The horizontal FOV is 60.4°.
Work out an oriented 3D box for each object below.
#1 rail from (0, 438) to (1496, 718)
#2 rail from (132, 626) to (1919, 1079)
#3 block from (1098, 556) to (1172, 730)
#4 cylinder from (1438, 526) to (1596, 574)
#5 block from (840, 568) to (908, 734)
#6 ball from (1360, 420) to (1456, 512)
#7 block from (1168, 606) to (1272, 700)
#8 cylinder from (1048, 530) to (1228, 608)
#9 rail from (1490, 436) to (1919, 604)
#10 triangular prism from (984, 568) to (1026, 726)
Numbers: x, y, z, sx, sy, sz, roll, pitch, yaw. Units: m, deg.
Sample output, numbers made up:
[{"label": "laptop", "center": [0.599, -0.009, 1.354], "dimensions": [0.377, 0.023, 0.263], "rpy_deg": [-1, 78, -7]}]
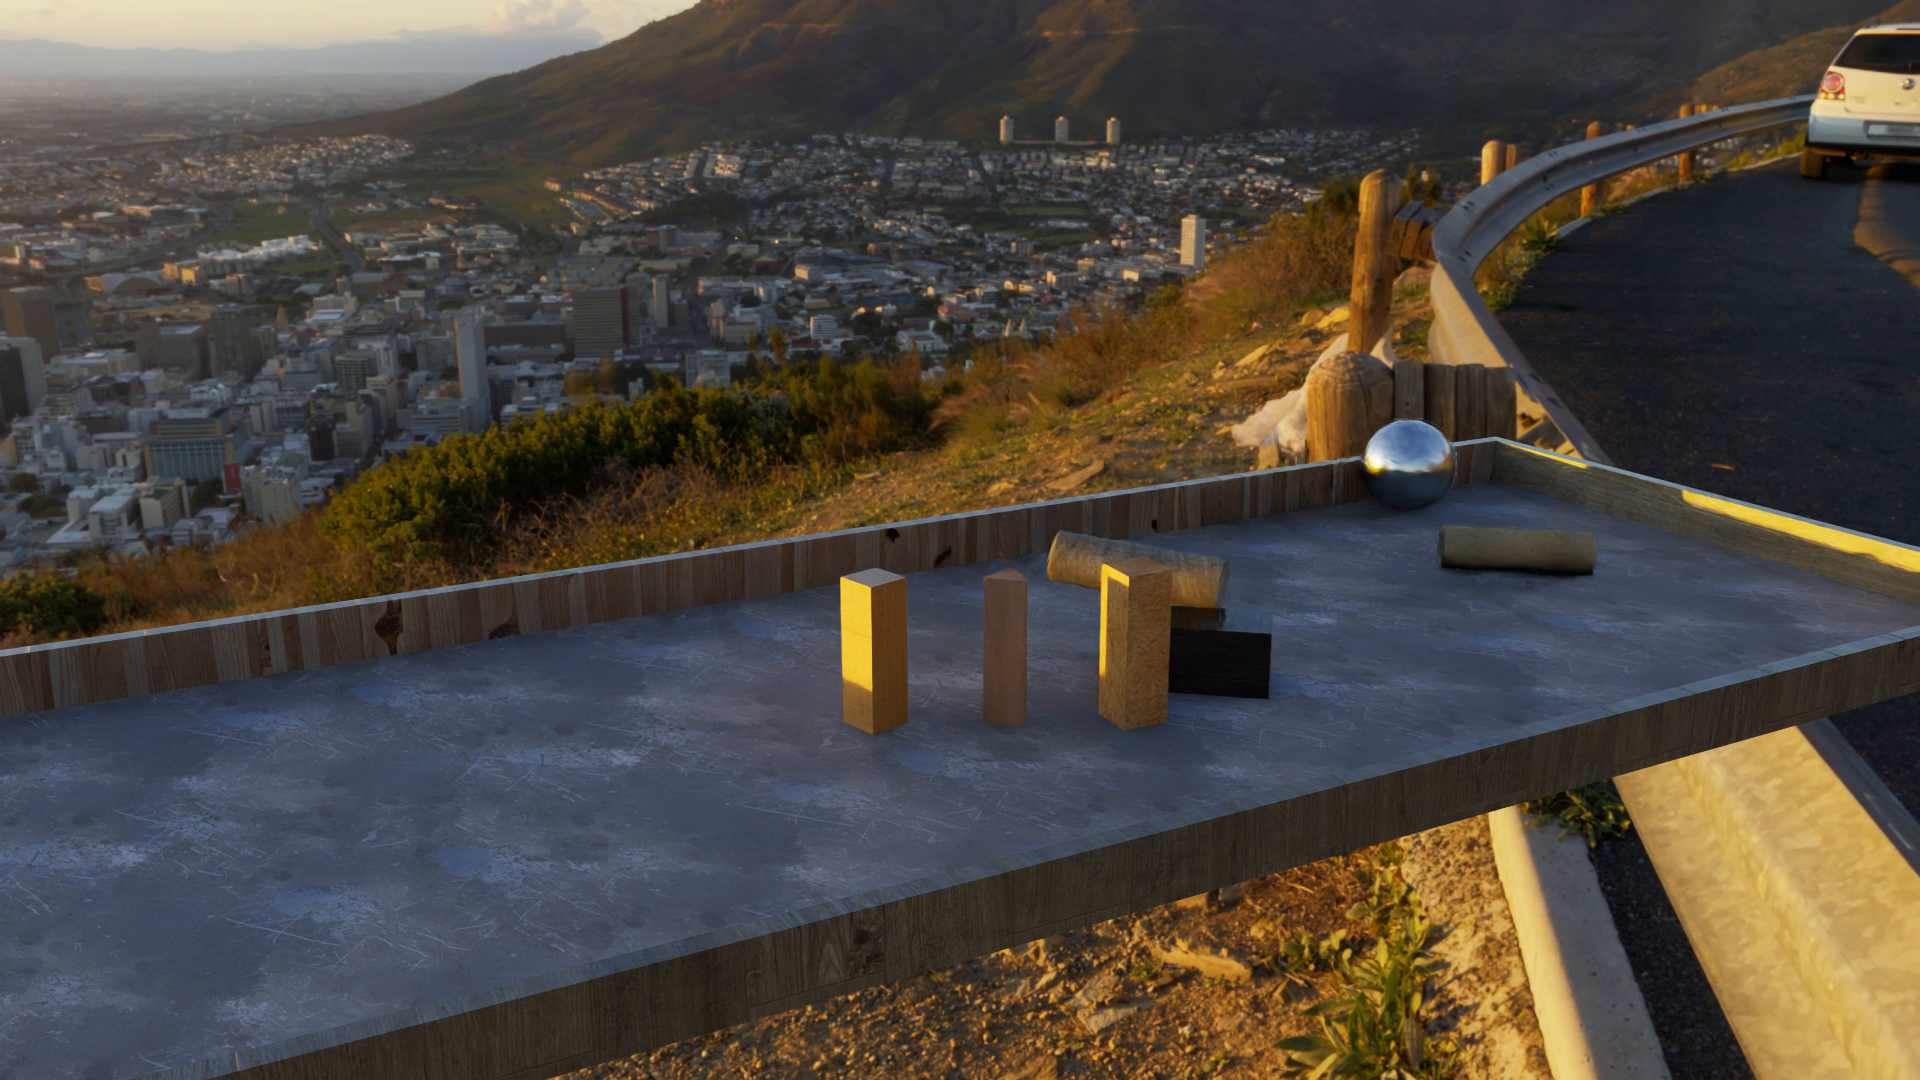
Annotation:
[{"label": "rail", "center": [-3.305, 0.497, 3.399], "dimensions": [12.000, 0.150, 0.050], "rpy_deg": [-9, 18, -27]}, {"label": "rail", "center": [-2.336, 1.006, 1.665], "dimensions": [12.000, 0.150, 0.050], "rpy_deg": [-9, 18, -27]}, {"label": "block", "center": [0.410, 0.241, 3.867], "dimensions": [0.118, 0.376, 0.118], "rpy_deg": [-8, 18, -25]}, {"label": "cylinder", "center": [1.691, 0.030, 5.022], "dimensions": [0.443, 0.127, 0.127], "rpy_deg": [3, 17, 10]}, {"label": "block", "center": [-0.199, 0.258, 3.841], "dimensions": [0.108, 0.359, 0.108], "rpy_deg": [-15, 22, -41]}, {"label": "ball", "center": [1.539, -0.257, 5.670], "dimensions": [0.316, 0.316, 0.316], "rpy_deg": [0, 16, 0]}, {"label": "block", "center": [0.594, 0.275, 4.118], "dimensions": [0.356, 0.169, 0.169], "rpy_deg": [3, 17, 10]}, {"label": "cylinder", "center": [0.461, 0.080, 4.275], "dimensions": [0.447, 0.135, 0.135], "rpy_deg": [11, 19, 19]}, {"label": "rail", "center": [2.466, -0.048, 5.253], "dimensions": [0.050, 0.150, 2.100], "rpy_deg": [-9, 18, -27]}, {"label": "triangular prism", "center": [0.114, 0.249, 3.870], "dimensions": [0.101, 0.358, 0.087], "rpy_deg": [4, 17, 14]}]
